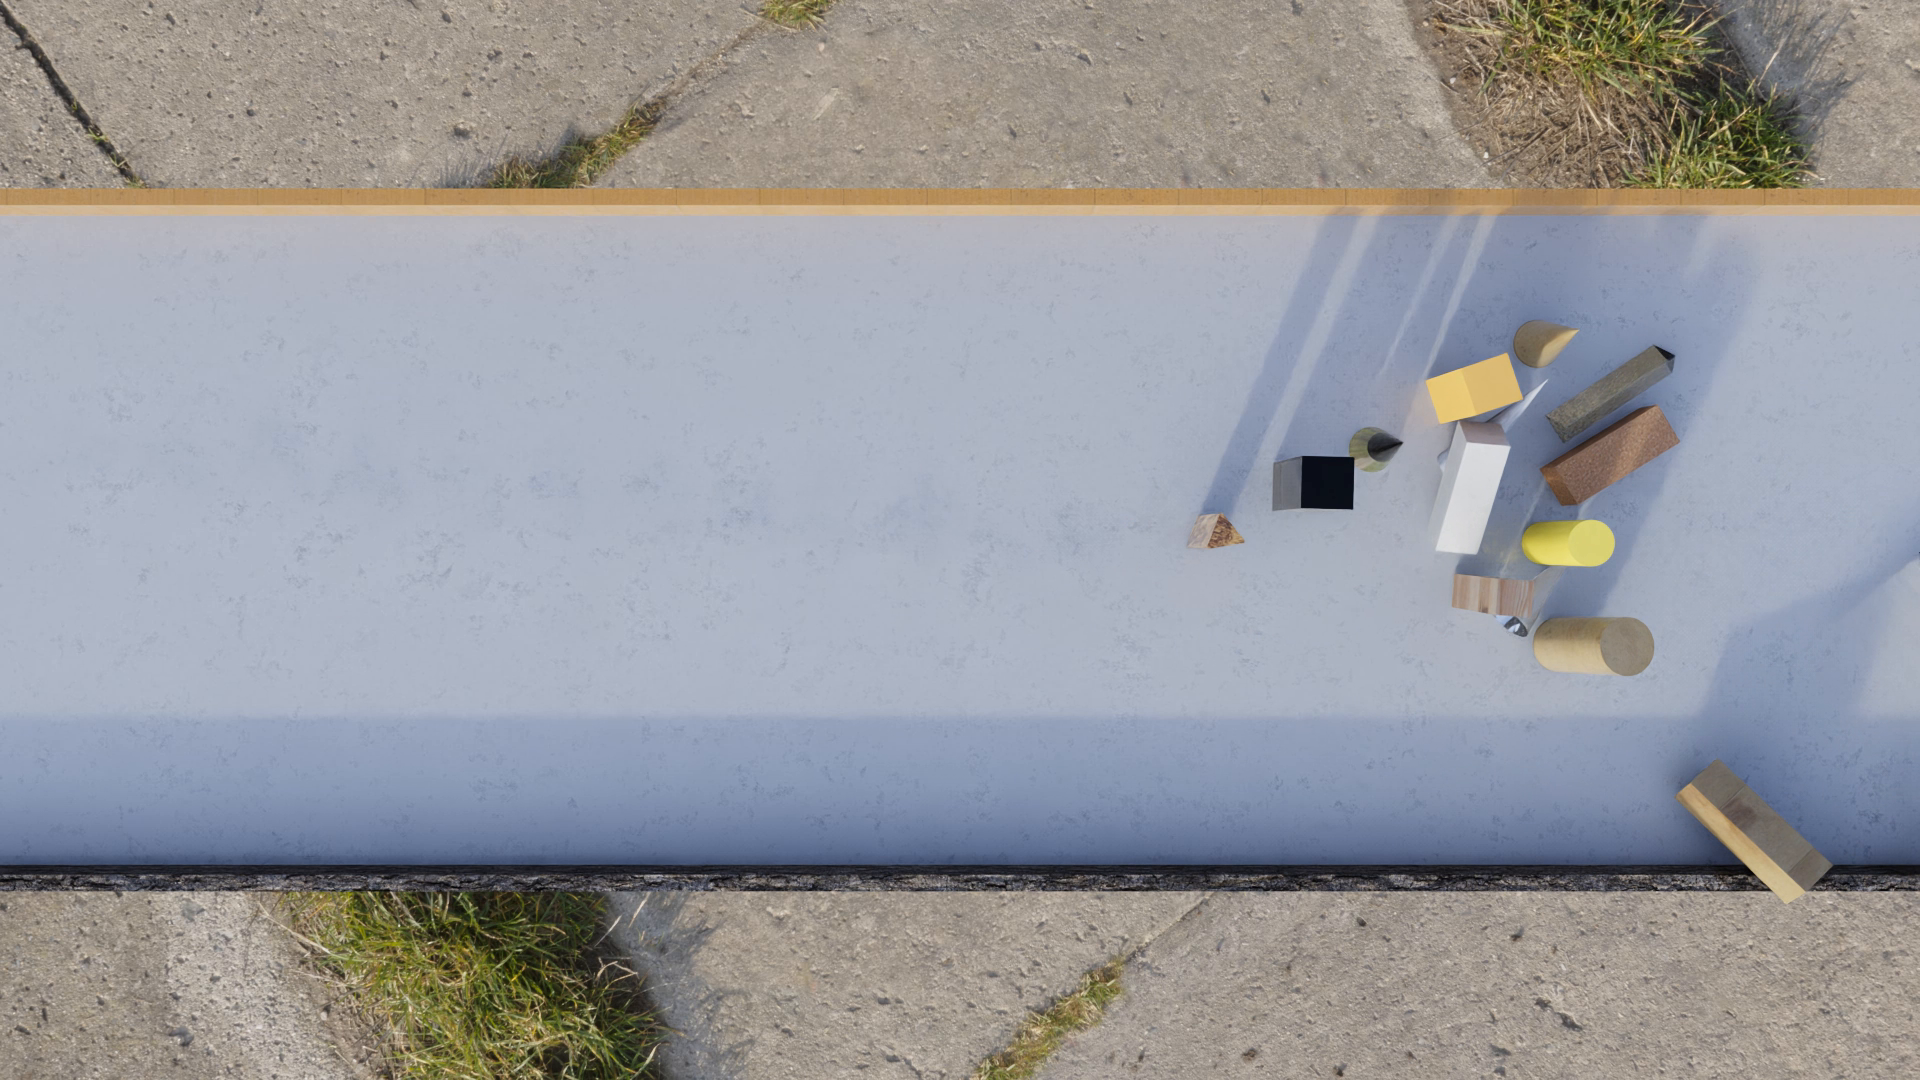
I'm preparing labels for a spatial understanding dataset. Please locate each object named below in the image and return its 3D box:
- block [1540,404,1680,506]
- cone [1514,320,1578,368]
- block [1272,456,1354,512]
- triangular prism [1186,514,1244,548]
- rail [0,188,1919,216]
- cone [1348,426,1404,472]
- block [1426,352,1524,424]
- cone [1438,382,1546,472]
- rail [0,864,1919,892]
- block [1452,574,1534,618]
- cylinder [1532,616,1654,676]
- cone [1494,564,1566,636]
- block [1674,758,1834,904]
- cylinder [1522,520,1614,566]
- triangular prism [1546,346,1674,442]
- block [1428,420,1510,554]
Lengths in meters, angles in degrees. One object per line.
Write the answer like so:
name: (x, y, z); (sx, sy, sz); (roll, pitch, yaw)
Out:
block: (1.972, -0.256, 5.010); (0.361, 0.132, 0.132); (-31, 90, 0)
cone: (1.777, -0.604, 4.903); (0.149, 0.348, 0.149); (0, 90, 0)
block: (1.037, -0.162, 4.864); (0.148, 0.425, 0.148); (1, 90, 0)
triangular prism: (0.742, -0.031, 4.858); (0.105, 0.436, 0.091); (-9, 90, 0)
rail: (-2.247, -1.025, 5.002); (12.000, 0.150, 0.050); (0, 90, 0)
cone: (1.267, -0.278, 4.891); (0.140, 0.371, 0.140); (0, 90, 0)
block: (1.522, -0.447, 4.898); (0.141, 0.357, 0.141); (-19, 90, 0)
cone: (1.603, -0.341, 4.895); (0.126, 0.126, 0.415); (38, 130, 0)
rail: (-2.247, 1.025, 5.001); (12.000, 0.150, 0.050); (0, 90, 0)
block: (1.576, 0.162, 4.892); (0.103, 0.363, 0.103); (4, 91, -3)
cylinder: (1.868, 0.312, 4.877); (0.169, 0.374, 0.169); (0, 87, -10)
cone: (1.788, 0.132, 5.045); (0.128, 0.128, 0.336); (45, 79, 0)
block: (2.364, 0.867, 4.925); (0.127, 0.127, 0.426); (-36, 68, -17)
cylinder: (1.795, 0.009, 4.881); (0.133, 0.390, 0.133); (0, 90, 0)
triangular prism: (1.995, -0.449, 5.030); (0.398, 0.088, 0.102); (-33, 90, 0)
block: (1.514, -0.155, 4.915); (0.126, 0.126, 0.384); (5, 125, 0)
